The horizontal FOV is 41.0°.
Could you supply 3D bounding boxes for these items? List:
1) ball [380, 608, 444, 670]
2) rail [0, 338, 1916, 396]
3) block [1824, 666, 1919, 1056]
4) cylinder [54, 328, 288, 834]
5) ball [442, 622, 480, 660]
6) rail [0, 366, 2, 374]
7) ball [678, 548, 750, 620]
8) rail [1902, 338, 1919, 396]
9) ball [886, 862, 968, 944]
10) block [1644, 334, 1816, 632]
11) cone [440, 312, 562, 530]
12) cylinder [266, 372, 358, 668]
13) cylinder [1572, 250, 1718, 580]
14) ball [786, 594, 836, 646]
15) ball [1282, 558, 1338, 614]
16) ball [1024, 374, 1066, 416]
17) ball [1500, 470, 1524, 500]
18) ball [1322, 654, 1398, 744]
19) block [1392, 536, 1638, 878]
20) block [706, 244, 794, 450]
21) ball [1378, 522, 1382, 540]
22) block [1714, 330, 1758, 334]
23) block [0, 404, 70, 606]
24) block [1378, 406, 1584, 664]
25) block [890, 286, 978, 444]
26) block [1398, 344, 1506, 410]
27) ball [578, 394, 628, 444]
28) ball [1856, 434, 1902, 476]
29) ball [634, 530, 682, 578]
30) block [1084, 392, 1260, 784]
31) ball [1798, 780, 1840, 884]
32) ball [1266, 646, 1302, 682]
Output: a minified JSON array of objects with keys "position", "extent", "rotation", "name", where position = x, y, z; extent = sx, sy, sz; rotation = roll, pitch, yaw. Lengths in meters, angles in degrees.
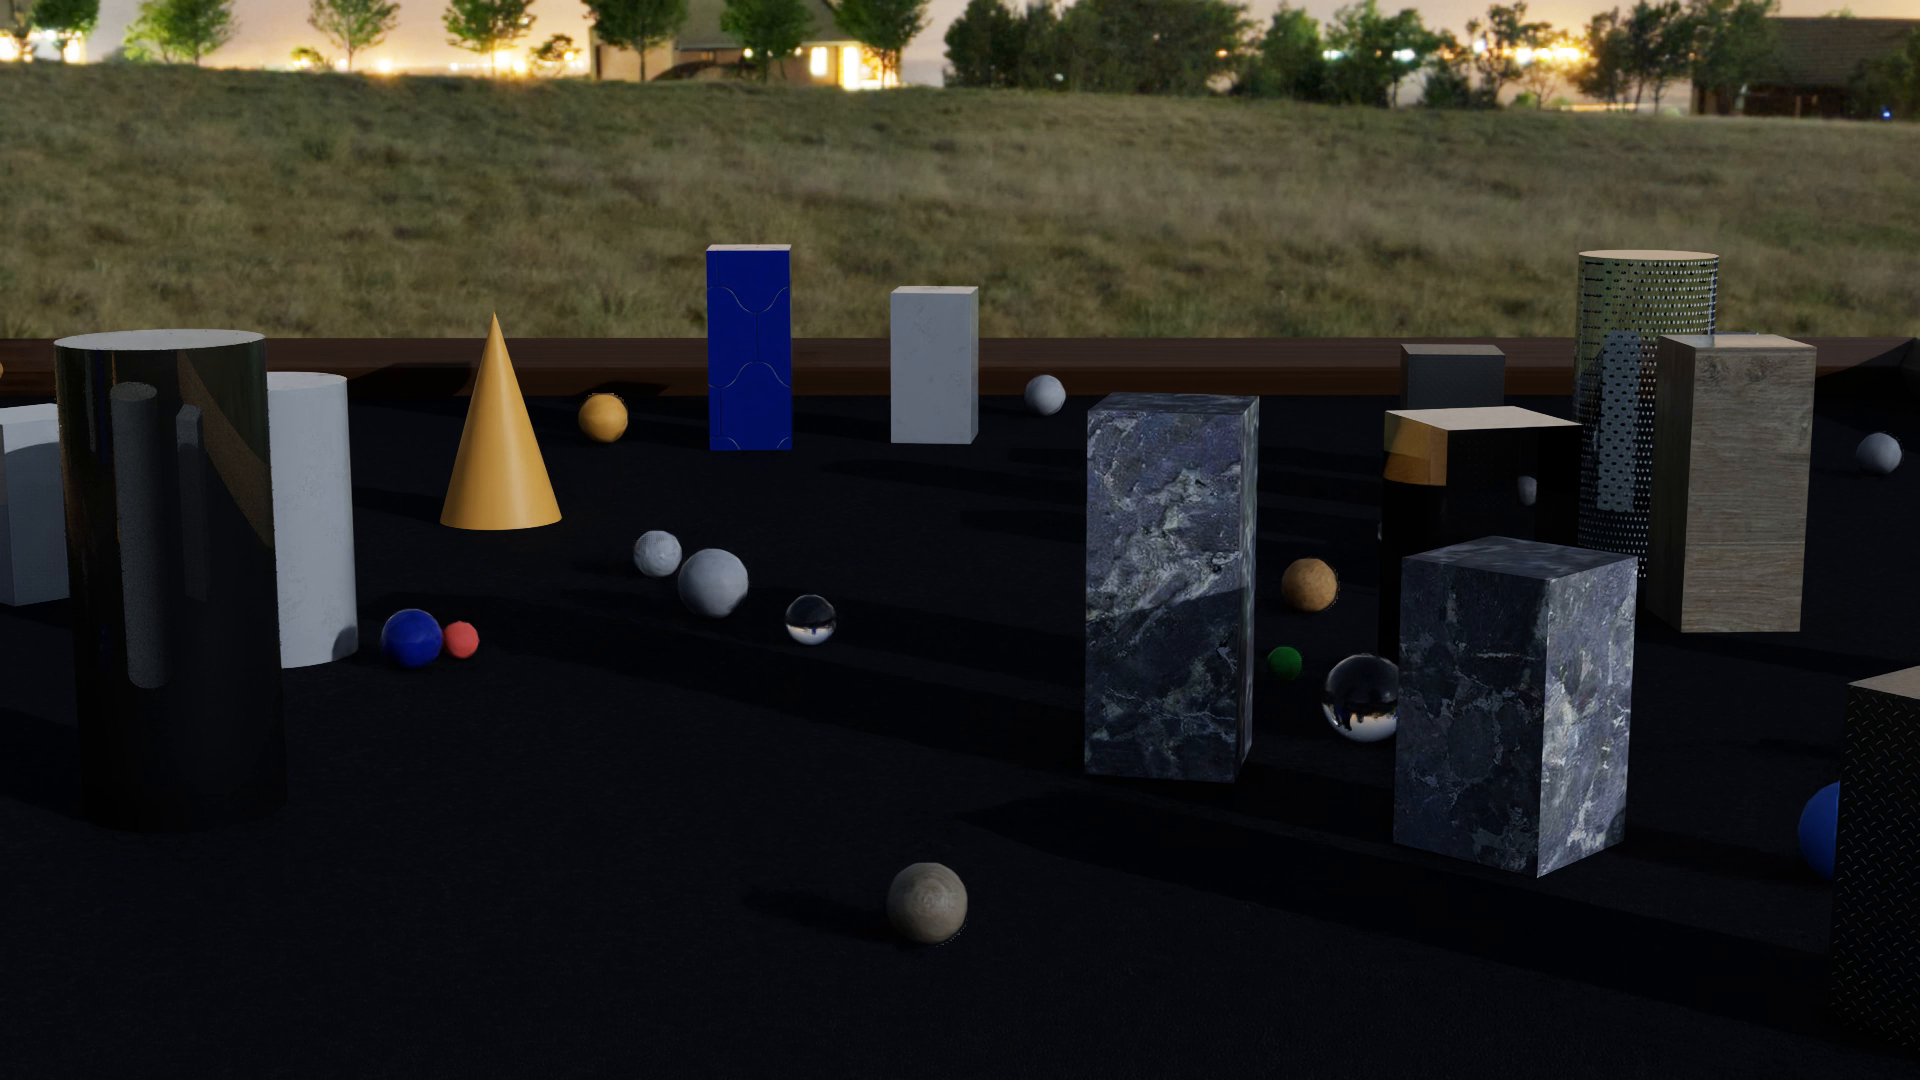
[{"position":[-0.667,0.121,3.123],"extent":[0.074,0.074,0.074],"rotation":[0,11,0],"name":"ball"},{"position":[-0.013,-0.381,5.680],"extent":[4.278,0.127,0.045],"rotation":[0,11,0],"name":"rail"},{"position":[0.774,0.242,1.935],"extent":[0.156,0.269,0.156],"rotation":[-8,13,-37],"name":"block"},{"position":[-0.770,0.035,2.513],"extent":[0.195,0.465,0.195],"rotation":[0,11,0],"name":"cylinder"},{"position":[-0.620,0.124,3.179],"extent":[0.047,0.047,0.047],"rotation":[0,11,0],"name":"ball"},{"position":[-2.115,0.035,3.437],"extent":[0.045,0.127,4.586],"rotation":[0,11,0],"name":"rail"},{"position":[-0.327,0.058,3.405],"extent":[0.095,0.095,0.095],"rotation":[0,11,0],"name":"ball"},{"position":[2.115,0.030,3.461],"extent":[0.045,0.127,4.586],"rotation":[0,11,0],"name":"rail"},{"position":[-0.028,0.304,2.149],"extent":[0.069,0.069,0.069],"rotation":[0,11,0],"name":"ball"},{"position":[1.011,-0.077,3.377],"extent":[0.156,0.371,0.156],"rotation":[0,11,-2],"name":"block"},{"position":[-0.744,-0.200,4.129],"extent":[0.195,0.339,0.195],"rotation":[0,11,0],"name":"cone"},{"position":[-0.856,-0.028,3.193],"extent":[0.195,0.341,0.195],"rotation":[0,11,0],"name":"cylinder"},{"position":[0.988,-0.185,3.726],"extent":[0.195,0.456,0.195],"rotation":[0,11,0],"name":"cylinder"},{"position":[-0.189,0.101,3.253],"extent":[0.065,0.065,0.065],"rotation":[0,11,0],"name":"ball"},{"position":[0.469,0.061,3.446],"extent":[0.075,0.075,0.075],"rotation":[0,11,0],"name":"ball"},{"position":[0.177,-0.302,5.369],"extent":[0.087,0.087,0.087],"rotation":[0,11,0],"name":"ball"},{"position":[0.925,-0.092,4.335],"extent":[0.051,0.051,0.051],"rotation":[0,11,0],"name":"ball"},{"position":[0.441,0.172,2.785],"extent":[0.098,0.098,0.098],"rotation":[0,11,0],"name":"ball"},{"position":[0.521,0.151,2.410],"extent":[0.156,0.275,0.156],"rotation":[10,14,43],"name":"block"},{"position":[-0.403,-0.373,4.944],"extent":[0.156,0.380,0.156],"rotation":[0,11,-2],"name":"block"},{"position":[0.661,-0.013,3.917],"extent":[0.047,0.047,0.047],"rotation":[0,11,0],"name":"ball"},{"position":[1.239,-0.202,4.296],"extent":[0.156,0.282,0.156],"rotation":[4,11,22],"name":"block"},{"position":[-1.292,-0.052,3.576],"extent":[0.156,0.249,0.156],"rotation":[9,14,41],"name":"block"},{"position":[0.563,0.041,2.798],"extent":[0.156,0.351,0.156],"rotation":[-3,11,-15],"name":"block"},{"position":[-0.049,-0.345,5.038],"extent":[0.156,0.292,0.156],"rotation":[1,11,6],"name":"block"},{"position":[0.820,-0.190,4.296],"extent":[0.156,0.258,0.156],"rotation":[1,11,5],"name":"block"},{"position":[-0.692,-0.235,4.980],"extent":[0.097,0.097,0.097],"rotation":[0,11,0],"name":"ball"},{"position":[1.646,-0.153,4.596],"extent":[0.076,0.076,0.076],"rotation":[0,11,0],"name":"ball"},{"position":[-0.434,0.020,3.679],"extent":[0.069,0.069,0.069],"rotation":[0,11,0],"name":"ball"},{"position":[0.223,0.045,2.690],"extent":[0.156,0.381,0.156],"rotation":[2,11,13],"name":"block"},{"position":[0.801,0.263,2.295],"extent":[0.097,0.097,0.097],"rotation":[0,11,0],"name":"ball"},{"position":[0.388,0.148,3.064],"extent":[0.042,0.042,0.042],"rotation":[0,11,0],"name":"ball"}]
